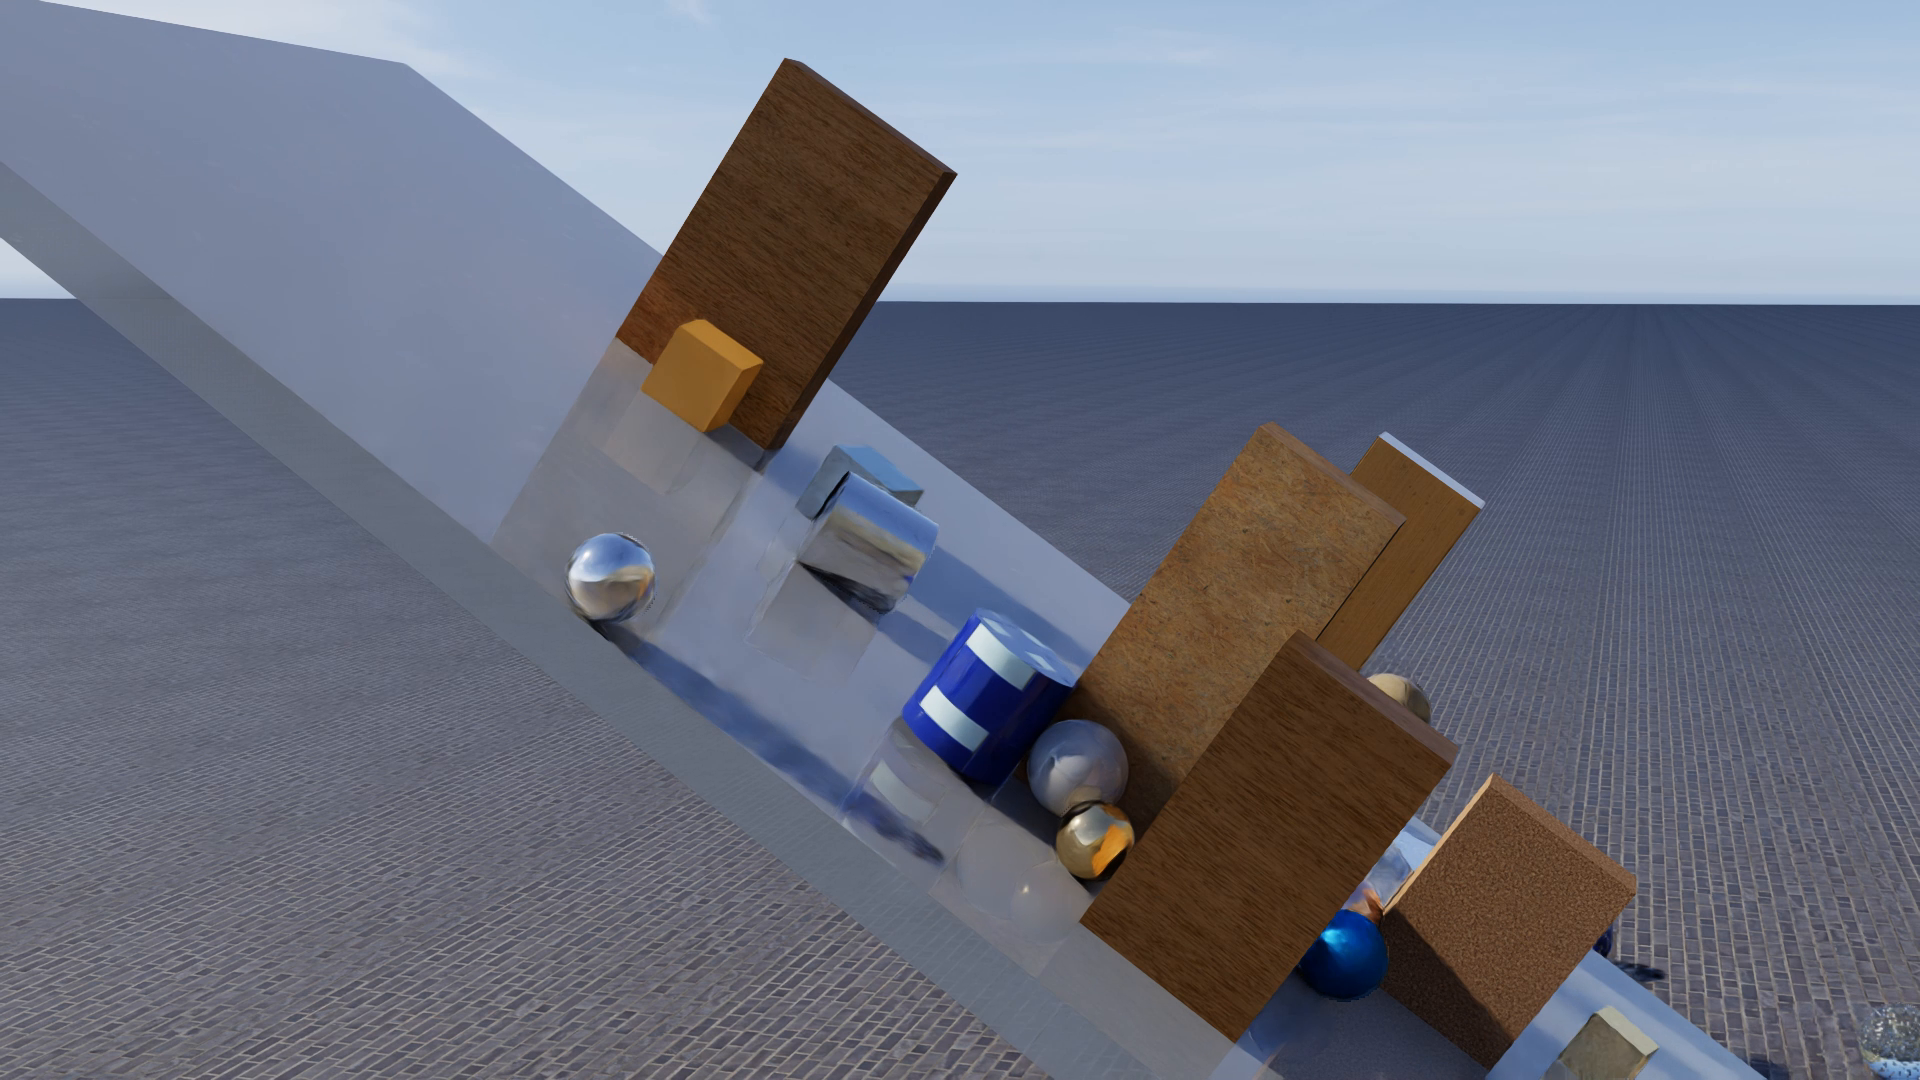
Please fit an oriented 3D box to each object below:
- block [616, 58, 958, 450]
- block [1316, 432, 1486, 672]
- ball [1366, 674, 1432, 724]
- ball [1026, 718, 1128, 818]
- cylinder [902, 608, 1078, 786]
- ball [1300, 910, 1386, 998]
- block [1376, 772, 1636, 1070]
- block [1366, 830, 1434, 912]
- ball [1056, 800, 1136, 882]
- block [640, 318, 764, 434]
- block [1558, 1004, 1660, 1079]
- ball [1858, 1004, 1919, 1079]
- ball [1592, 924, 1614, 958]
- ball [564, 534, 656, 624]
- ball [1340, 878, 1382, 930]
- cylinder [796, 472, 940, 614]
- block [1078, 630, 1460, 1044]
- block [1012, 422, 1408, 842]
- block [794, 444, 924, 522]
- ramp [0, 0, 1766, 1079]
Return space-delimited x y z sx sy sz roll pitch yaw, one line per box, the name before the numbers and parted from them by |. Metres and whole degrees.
block | -0.350 -0.563 4.366 0.394 0.658 0.093 37 16 10
block | 0.792 0.122 4.618 0.254 0.671 0.137 37 16 10
ball | 0.992 0.412 5.114 0.204 0.204 0.204 0 7 0
ball | 0.188 0.367 3.514 0.163 0.163 0.163 0 7 0
cylinder | 0.048 0.253 3.543 0.204 0.204 0.204 35 10 -7
ball | 0.625 0.677 3.596 0.144 0.144 0.144 0 7 0
block | 0.912 0.653 3.771 0.294 0.401 0.106 37 16 10
block | 0.804 0.651 3.984 0.174 0.174 0.174 28 16 -20
ball | 0.210 0.467 3.413 0.126 0.126 0.126 0 7 0
block | -0.501 -0.321 4.287 0.150 0.150 0.150 35 15 3
block | 1.186 0.937 4.022 0.113 0.113 0.113 42 17 26
ball | 2.159 1.155 5.053 0.175 0.175 0.175 0 7 0
ball | 1.632 1.047 5.842 0.202 0.202 0.202 0 7 0
ball | -0.505 0.056 3.174 0.132 0.132 0.132 0 7 0
ball | 0.650 0.637 3.768 0.145 0.145 0.145 0 7 0
cylinder | -0.165 0.004 3.928 0.186 0.186 0.186 32 2 -10
block | 0.452 0.435 3.240 0.288 0.530 0.127 37 16 10
block | 0.402 0.176 3.583 0.267 0.708 0.137 37 16 10
block | -0.191 -0.079 4.198 0.147 0.147 0.147 39 16 18
ramp | -0.100 0.175 4.086 4.000 0.100 2.000 37 16 10
